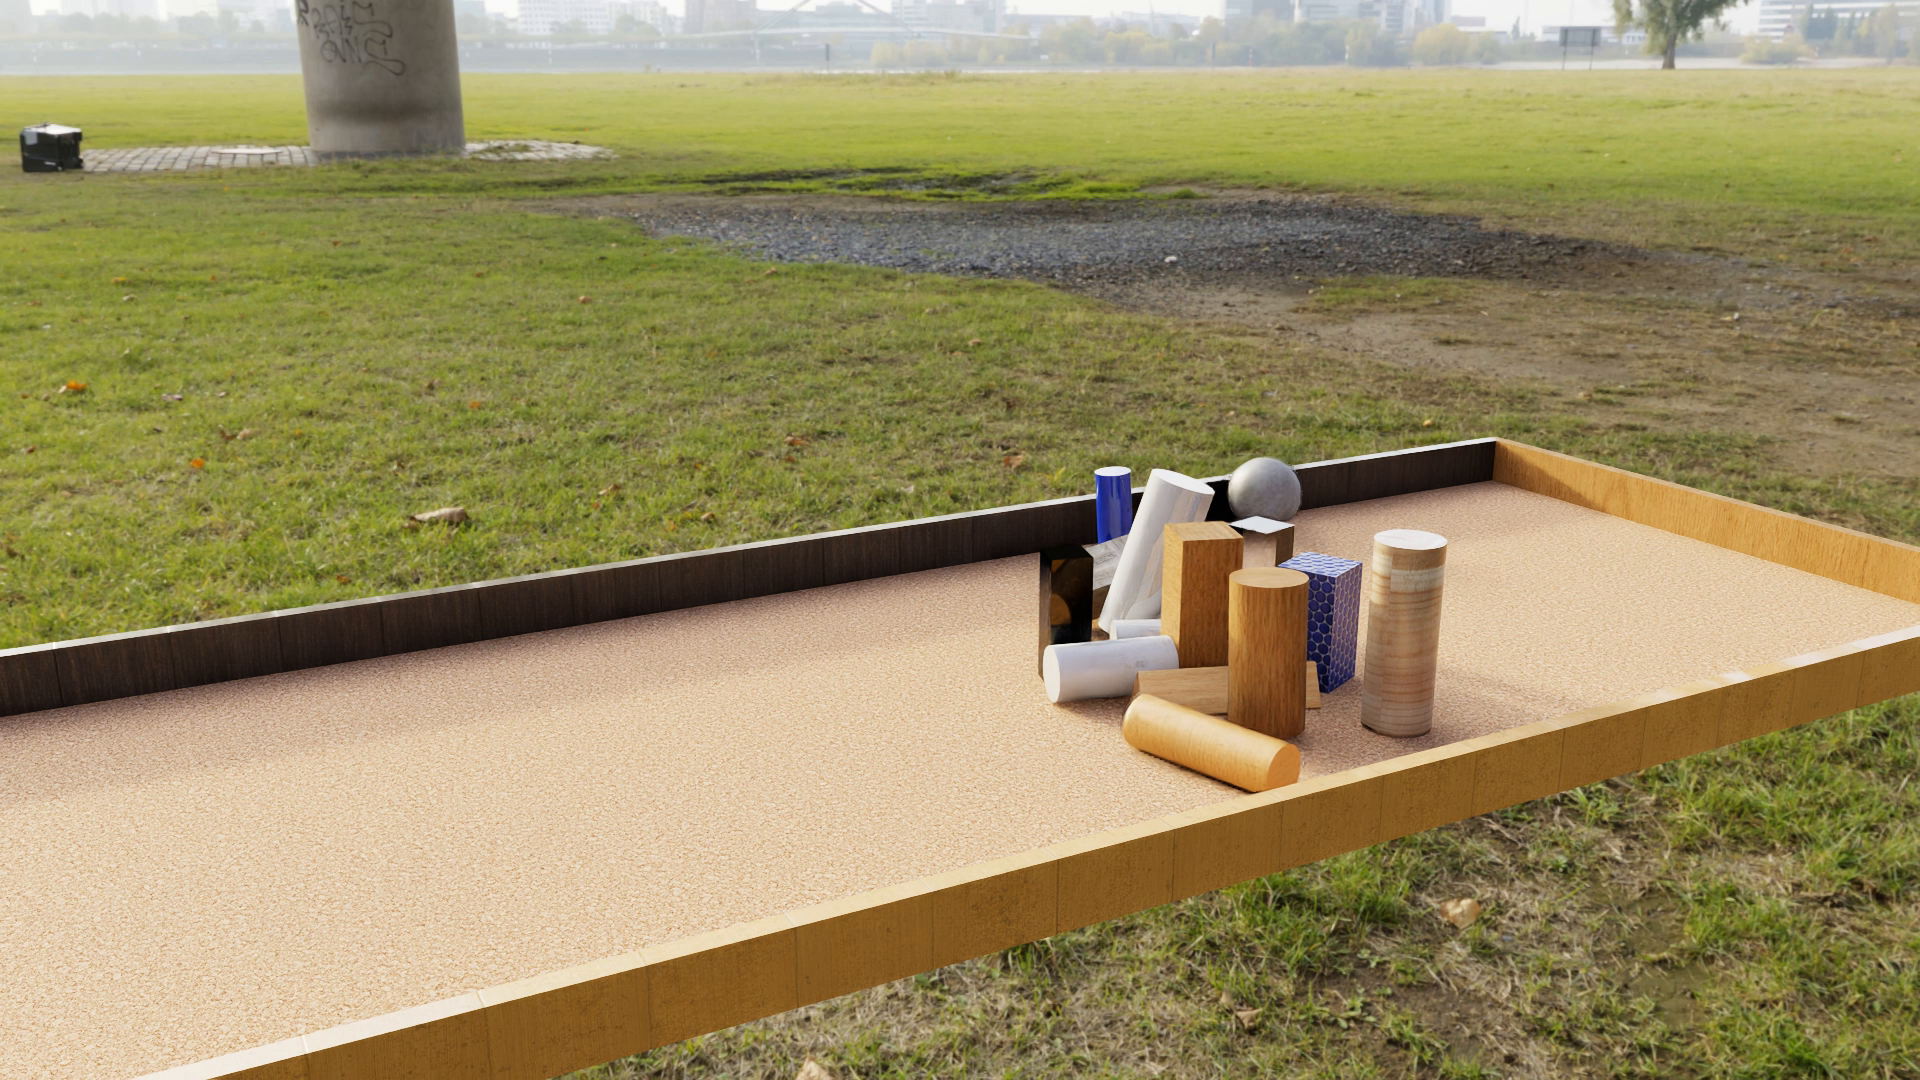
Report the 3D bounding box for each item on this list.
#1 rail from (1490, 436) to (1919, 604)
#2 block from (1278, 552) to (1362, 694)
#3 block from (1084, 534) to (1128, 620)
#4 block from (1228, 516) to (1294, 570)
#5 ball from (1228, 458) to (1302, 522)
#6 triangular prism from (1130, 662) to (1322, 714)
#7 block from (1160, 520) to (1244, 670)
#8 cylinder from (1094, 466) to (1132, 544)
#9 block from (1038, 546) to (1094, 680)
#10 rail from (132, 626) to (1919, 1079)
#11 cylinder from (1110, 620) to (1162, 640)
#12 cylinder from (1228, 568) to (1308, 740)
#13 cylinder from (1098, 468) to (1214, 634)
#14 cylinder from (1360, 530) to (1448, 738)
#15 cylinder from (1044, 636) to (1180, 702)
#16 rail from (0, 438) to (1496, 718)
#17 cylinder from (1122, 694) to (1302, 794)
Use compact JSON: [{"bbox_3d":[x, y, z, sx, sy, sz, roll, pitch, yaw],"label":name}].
[{"bbox_3d":[2.466,-0.048,5.253,0.050,0.150,2.100,-9,18,-27],"label":"rail"},{"bbox_3d":[0.892,0.204,4.126,0.155,0.302,0.155,12,20,36],"label":"block"},{"bbox_3d":[0.427,0.100,4.587,0.371,0.139,0.139,-18,52,-26],"label":"block"},{"bbox_3d":[0.786,0.119,4.359,0.124,0.331,0.124,-14,22,-42],"label":"block"},{"bbox_3d":[1.004,-0.153,5.445,0.242,0.242,0.242,0,16,0],"label":"ball"},{"bbox_3d":[0.642,0.351,3.977,0.442,0.099,0.114,-3,17,-9],"label":"triangular prism"},{"bbox_3d":[0.594,0.169,4.074,0.152,0.399,0.152,-3,17,-9],"label":"block"},{"bbox_3d":[0.456,-0.035,4.847,0.104,0.346,0.104,-4,17,1],"label":"cylinder"},{"bbox_3d":[0.262,0.192,4.106,0.106,0.336,0.106,-4,17,-13],"label":"block"},{"bbox_3d":[-2.336,1.006,1.665,12.000,0.150,0.050,-9,18,-27],"label":"rail"},{"bbox_3d":[0.576,0.262,4.250,0.364,0.120,0.120,-1,16,-4],"label":"cylinder"},{"bbox_3d":[0.711,0.260,3.815,0.179,0.361,0.179,-1,14,0],"label":"cylinder"},{"bbox_3d":[0.517,0.047,4.362,0.174,0.437,0.174,17,15,-5],"label":"cylinder"},{"bbox_3d":[1.024,0.216,3.813,0.161,0.454,0.161,0,16,0],"label":"cylinder"},{"bbox_3d":[0.369,0.315,4.037,0.303,0.140,0.140,-4,17,-13],"label":"cylinder"},{"bbox_3d":[-3.305,0.497,3.399,12.000,0.150,0.050,-9,18,-27],"label":"rail"},{"bbox_3d":[0.546,0.449,3.609,0.123,0.123,0.393,-15,22,-42],"label":"cylinder"}]
